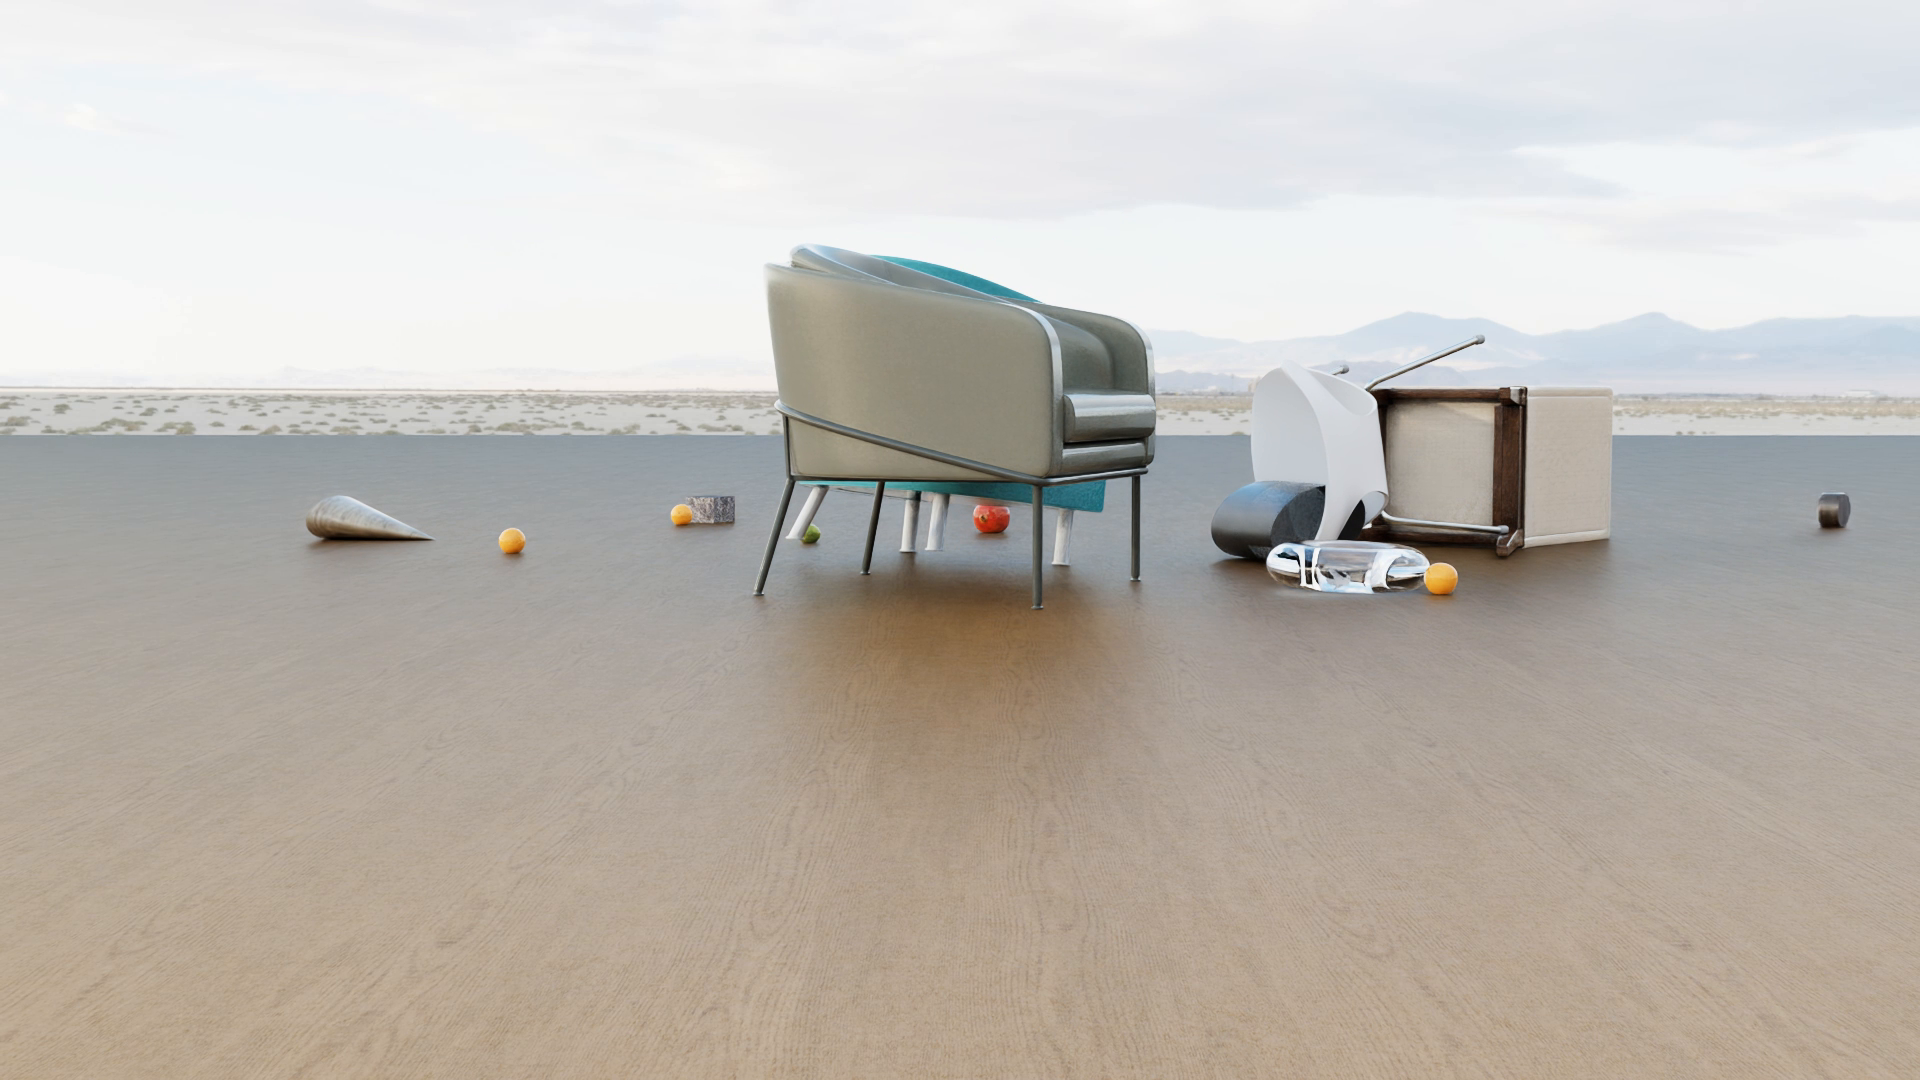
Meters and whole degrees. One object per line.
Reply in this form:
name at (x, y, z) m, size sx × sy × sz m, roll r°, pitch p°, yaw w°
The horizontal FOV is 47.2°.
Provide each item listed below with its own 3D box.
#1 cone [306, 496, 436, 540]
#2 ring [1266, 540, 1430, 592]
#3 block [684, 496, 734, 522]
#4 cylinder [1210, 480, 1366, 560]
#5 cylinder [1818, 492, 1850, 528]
cone at (-1.716, -0.034, 6.572) m, size 0.351 × 0.131 × 0.315 m, roll 12°, pitch 6°, yaw 14°
ring at (0.877, 0.059, 4.974) m, size 0.348 × 0.099 × 0.394 m, roll -1°, pitch 5°, yaw -31°
block at (-0.848, -0.105, 7.457) m, size 0.118 × 0.085 × 0.124 m, roll 2°, pitch 4°, yaw 29°
cylinder at (0.853, -0.048, 5.738) m, size 0.289 × 0.191 × 0.308 m, roll -21°, pitch 11°, yaw -20°
cylinder at (2.843, -0.097, 7.154) m, size 0.063 × 0.111 × 0.113 m, roll 3°, pitch 11°, yaw 41°
